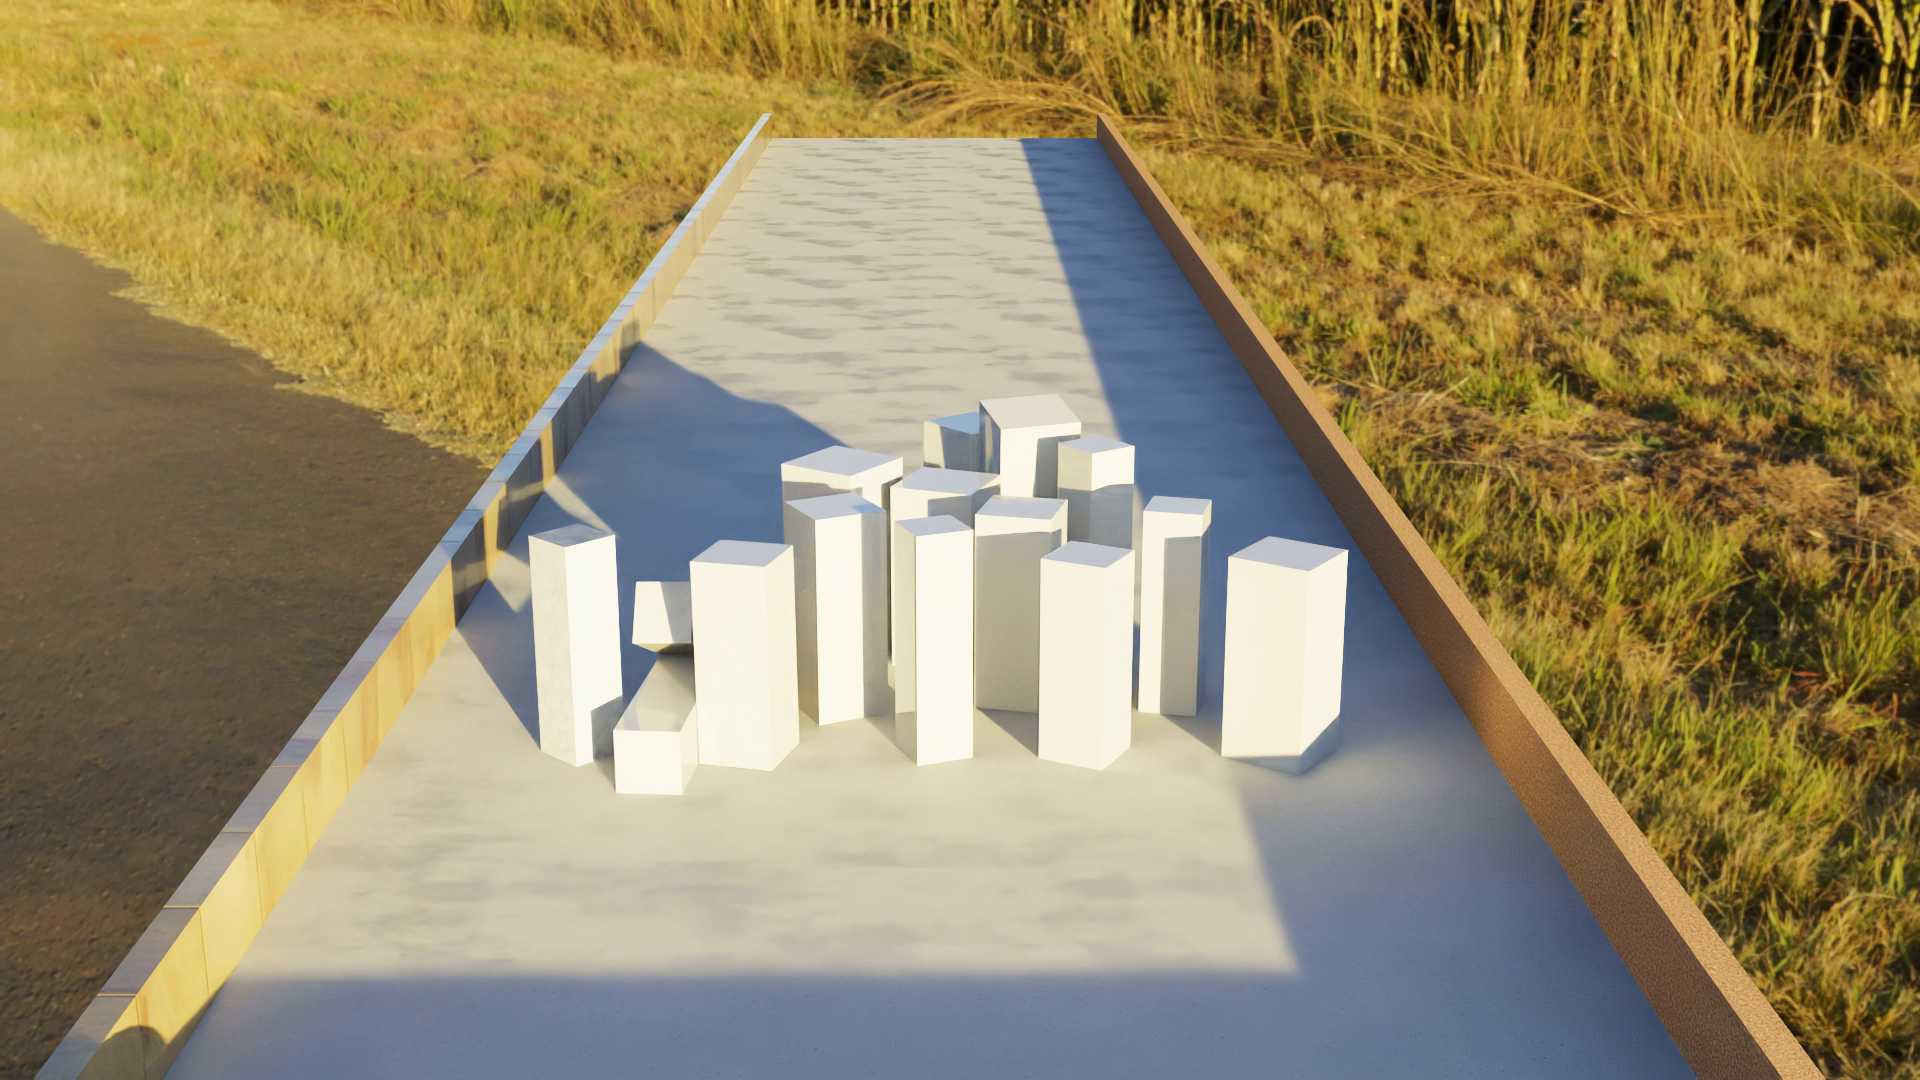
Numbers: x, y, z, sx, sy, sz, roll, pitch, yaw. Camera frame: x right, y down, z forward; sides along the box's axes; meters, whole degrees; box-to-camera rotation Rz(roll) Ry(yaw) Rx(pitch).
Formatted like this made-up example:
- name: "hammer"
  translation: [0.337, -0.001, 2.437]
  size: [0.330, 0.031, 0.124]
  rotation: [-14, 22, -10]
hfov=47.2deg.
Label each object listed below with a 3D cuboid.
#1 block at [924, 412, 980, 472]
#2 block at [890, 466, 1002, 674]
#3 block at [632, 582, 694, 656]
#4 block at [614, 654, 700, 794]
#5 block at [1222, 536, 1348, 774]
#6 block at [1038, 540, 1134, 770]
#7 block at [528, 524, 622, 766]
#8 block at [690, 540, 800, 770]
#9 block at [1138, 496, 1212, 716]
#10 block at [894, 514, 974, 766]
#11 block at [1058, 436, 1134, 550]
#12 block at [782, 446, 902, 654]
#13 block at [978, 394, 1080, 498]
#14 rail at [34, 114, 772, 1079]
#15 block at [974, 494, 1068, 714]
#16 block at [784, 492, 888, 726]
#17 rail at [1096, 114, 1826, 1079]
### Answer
- name: "block"
  translation: [0.022, -0.067, 4.769]
  size: [0.147, 0.385, 0.147]
  rotation: [-14, 22, -41]
- name: "block"
  translation: [-0.027, 0.060, 4.382]
  size: [0.168, 0.368, 0.168]
  rotation: [6, 18, 20]
- name: "block"
  translation: [-0.489, 0.169, 4.158]
  size: [0.113, 0.113, 0.380]
  rotation: [-1, -12, 15]
- name: "block"
  translation: [-0.517, 0.325, 3.934]
  size: [0.115, 0.115, 0.387]
  rotation: [1, 17, 4]
- name: "block"
  translation: [0.574, 0.202, 3.895]
  size: [0.154, 0.372, 0.154]
  rotation: [11, 20, 33]
- name: "block"
  translation: [0.224, 0.203, 3.891]
  size: [0.123, 0.372, 0.123]
  rotation: [9, 19, 27]
- name: "block"
  translation: [-0.678, 0.185, 3.895]
  size: [0.106, 0.404, 0.106]
  rotation: [15, 22, 42]
- name: "block"
  translation: [-0.378, 0.202, 3.888]
  size: [0.137, 0.374, 0.137]
  rotation: [4, 17, 16]
- name: "block"
  translation: [0.403, 0.124, 4.122]
  size: [0.109, 0.392, 0.109]
  rotation: [4, 17, 14]
- name: "block"
  translation: [-0.047, 0.177, 3.891]
  size: [0.106, 0.422, 0.106]
  rotation: [-7, 18, -22]
- name: "block"
  translation: [0.267, 0.023, 4.382]
  size: [0.106, 0.439, 0.106]
  rotation: [-12, 20, -34]
- name: "block"
  translation: [-0.232, 0.033, 4.412]
  size: [0.170, 0.399, 0.170]
  rotation: [11, 21, 33]
- name: "block"
  translation: [0.140, -0.056, 4.574]
  size: [0.167, 0.455, 0.167]
  rotation: [-6, 25, -13]
- name: "rail"
  translation: [-1.118, -0.838, 7.780]
  size: [0.050, 0.150, 12.000]
  rotation: [0, 17, -1]
- name: "block"
  translation: [0.115, 0.120, 4.158]
  size: [0.144, 0.379, 0.144]
  rotation: [4, 17, 14]
- name: "block"
  translation: [-0.230, 0.127, 4.108]
  size: [0.142, 0.395, 0.142]
  rotation: [-8, 19, -26]
- name: "rail"
  translation: [0.932, -0.844, 7.801]
  size: [0.050, 0.150, 12.000]
  rotation: [0, 17, -1]
